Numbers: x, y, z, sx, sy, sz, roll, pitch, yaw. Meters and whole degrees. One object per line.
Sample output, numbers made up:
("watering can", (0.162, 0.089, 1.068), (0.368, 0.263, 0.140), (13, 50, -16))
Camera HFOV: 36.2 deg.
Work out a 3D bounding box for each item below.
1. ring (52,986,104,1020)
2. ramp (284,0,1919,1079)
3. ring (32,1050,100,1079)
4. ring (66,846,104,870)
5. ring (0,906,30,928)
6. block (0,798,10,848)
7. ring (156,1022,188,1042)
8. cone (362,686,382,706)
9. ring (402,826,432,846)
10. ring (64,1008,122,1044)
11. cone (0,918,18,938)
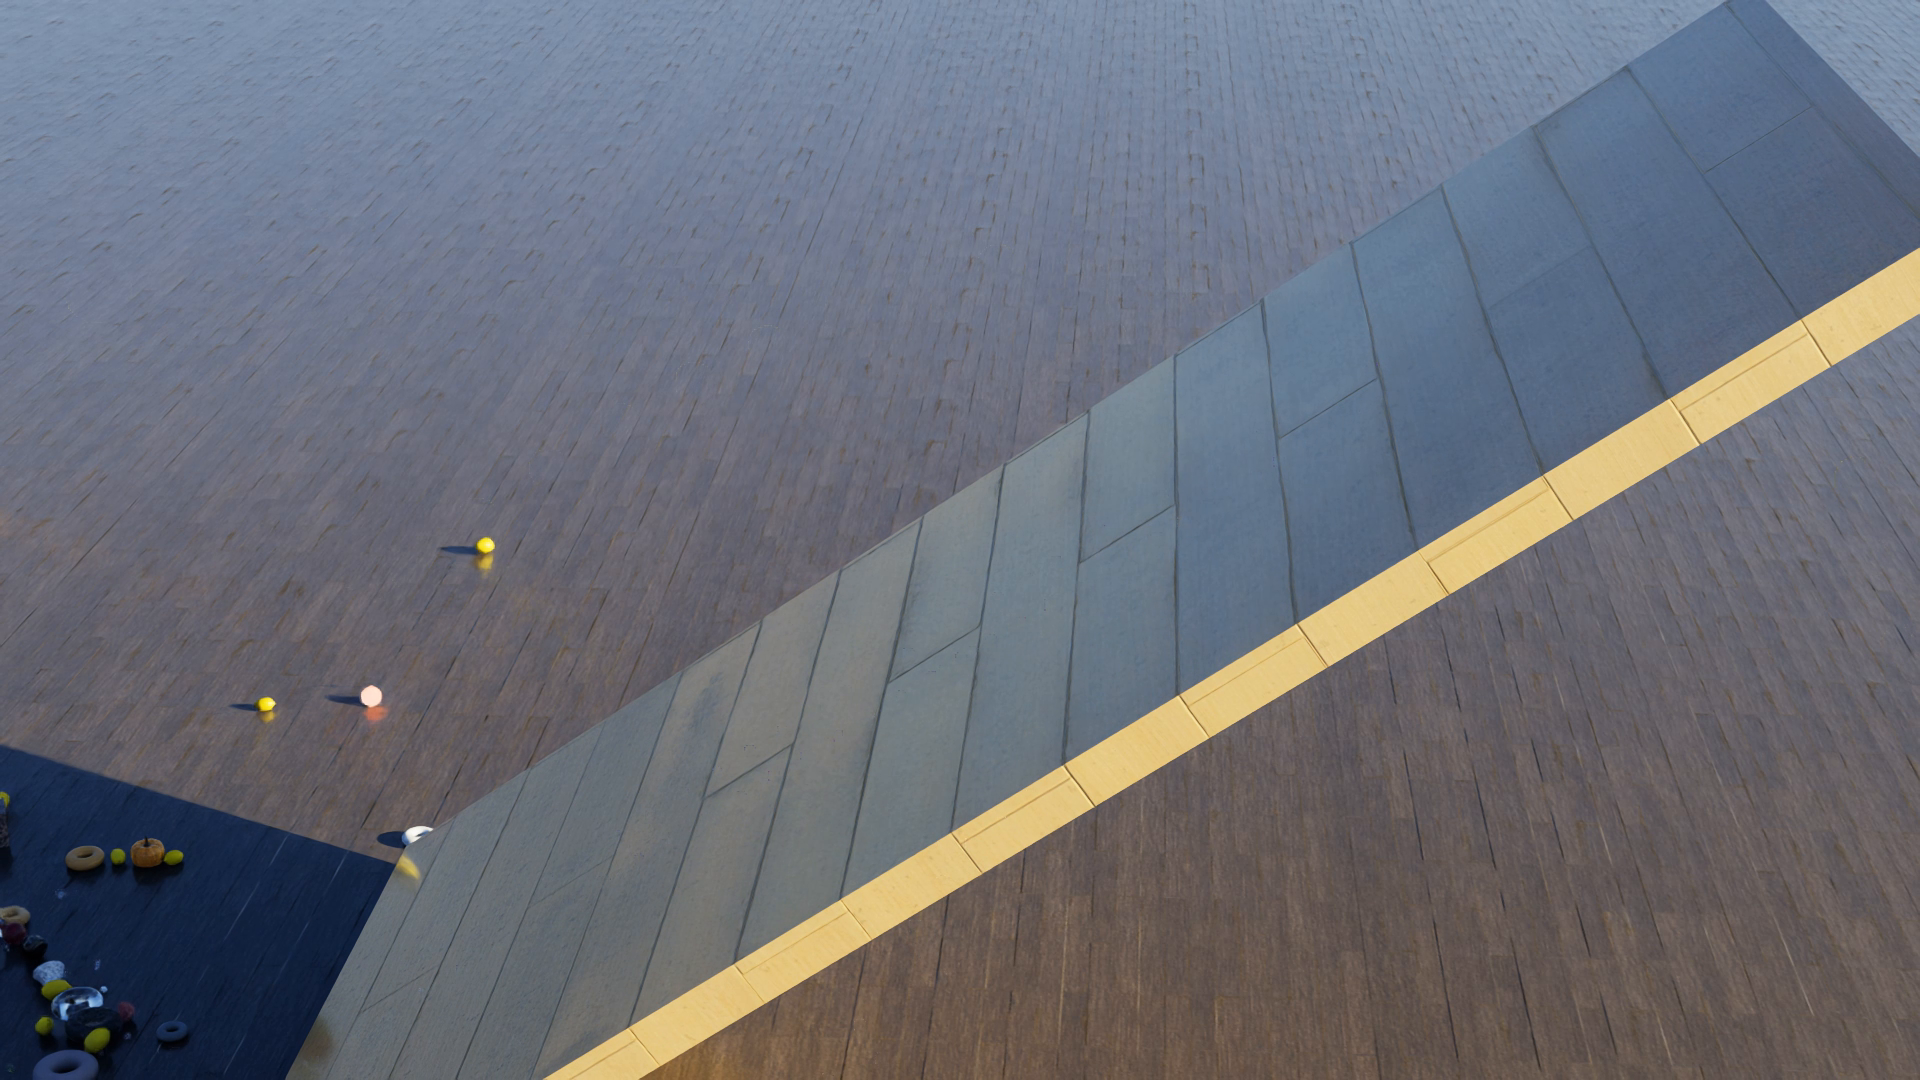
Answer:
("ring", (-2.134, 1.121, 7.110), (0.123, 0.041, 0.123), (-1, 22, 0))
("ramp", (0.135, 0.174, 6.307), (4.000, 0.100, 2.000), (-32, 16, 15))
("ring", (-2.071, 1.233, 6.812), (0.150, 0.050, 0.150), (0, 23, 0))
("ring", (-2.327, 0.846, 7.820), (0.103, 0.034, 0.103), (0, 23, 0))
("ring", (-2.426, 0.965, 7.520), (0.094, 0.031, 0.094), (1, 20, 0))
("block", (-2.621, 0.768, 7.931), (0.099, 0.099, 0.099), (-7, 23, -18))
("ring", (-1.876, 1.171, 7.004), (0.075, 0.025, 0.075), (1, 22, 0))
("cone", (-1.762, 0.469, 8.791), (0.062, 0.062, 0.062), (-7, -4, -17))
("ring", (-1.459, 0.802, 7.936), (0.094, 0.031, 0.094), (1, 21, 0))
("ring", (-2.067, 1.158, 7.013), (0.131, 0.044, 0.131), (1, 21, 0))
("cone", (-2.430, 0.985, 7.453), (0.096, 0.096, 0.096), (17, 5, -45))
